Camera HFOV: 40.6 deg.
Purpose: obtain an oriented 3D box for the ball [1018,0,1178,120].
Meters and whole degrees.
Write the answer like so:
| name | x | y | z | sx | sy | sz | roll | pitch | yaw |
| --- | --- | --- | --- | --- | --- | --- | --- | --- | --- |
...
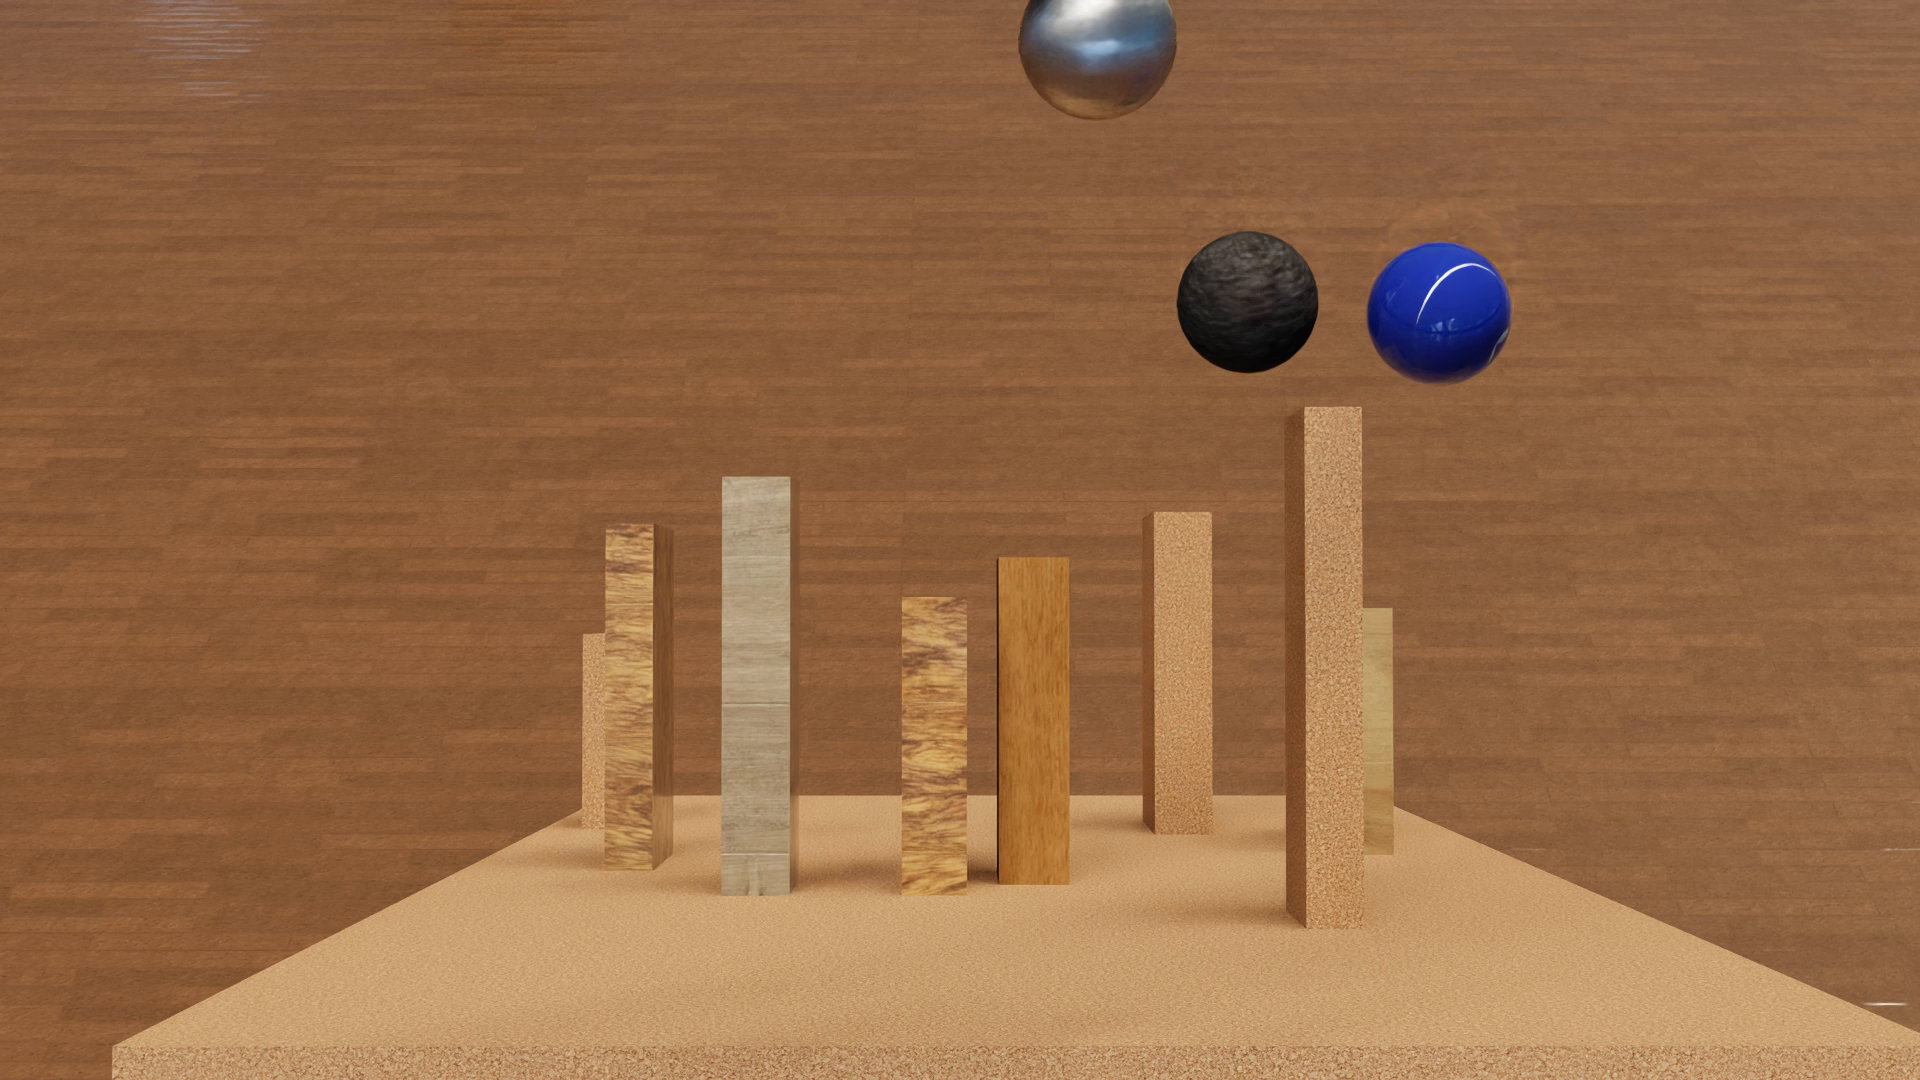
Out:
| name | x | y | z | sx | sy | sz | roll | pitch | yaw |
| --- | --- | --- | --- | --- | --- | --- | --- | --- | --- |
| ball | 0.133 | -0.483 | 2.513 | 0.153 | 0.153 | 0.153 | 0 | 35 | 0 |

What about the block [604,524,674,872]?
| name | x | y | z | sx | sy | sz | roll | pitch | yaw |
| --- | --- | --- | --- | --- | --- | --- | --- | --- | --- |
| block | -0.612 | 0.295 | 4.975 | 0.088 | 0.641 | 0.353 | 0 | -2 | 0 |

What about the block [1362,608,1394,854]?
| name | x | y | z | sx | sy | sz | roll | pitch | yaw |
| --- | --- | --- | --- | --- | --- | --- | --- | --- | --- |
| block | 0.798 | 0.384 | 5.344 | 0.112 | 0.486 | 0.445 | 0 | -2 | 0 |

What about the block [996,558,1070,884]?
| name | x | y | z | sx | sy | sz | roll | pitch | yaw |
| --- | --- | --- | --- | --- | --- | --- | --- | --- | --- |
| block | 0.130 | 0.320 | 4.674 | 0.124 | 0.573 | 0.254 | 0 | -2 | 0 |

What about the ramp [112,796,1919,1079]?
| name | x | y | z | sx | sy | sz | roll | pitch | yaw |
| --- | --- | --- | --- | --- | --- | --- | --- | --- | --- |
| ramp | 0.077 | 0.661 | 4.825 | 2.000 | 0.100 | 4.000 | 0 | -2 | 0 |

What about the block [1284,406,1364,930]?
| name | x | y | z | sx | sy | sz | roll | pitch | yaw |
| --- | --- | --- | --- | --- | --- | --- | --- | --- | --- |
| block | 0.563 | 0.195 | 4.027 | 0.086 | 0.785 | 0.244 | 0 | -2 | 0 |

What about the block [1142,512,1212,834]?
| name | x | y | z | sx | sy | sz | roll | pitch | yaw |
| --- | --- | --- | --- | --- | --- | --- | --- | --- | --- |
| block | 0.482 | 0.293 | 5.786 | 0.124 | 0.695 | 0.372 | 0 | -2 | 0 |

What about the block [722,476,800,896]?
| name | x | y | z | sx | sy | sz | roll | pitch | yaw |
| --- | --- | --- | --- | --- | --- | --- | --- | --- | --- |
| block | -0.344 | 0.249 | 4.497 | 0.115 | 0.705 | 0.251 | 0 | -2 | 0 |

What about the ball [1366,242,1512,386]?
| name | x | y | z | sx | sy | sz | roll | pitch | yaw |
| --- | --- | --- | --- | --- | --- | --- | --- | --- | --- |
| ball | 0.468 | -0.221 | 2.537 | 0.140 | 0.140 | 0.140 | 0 | 35 | 0 |

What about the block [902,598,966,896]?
| name | x | y | z | sx | sy | sz | roll | pitch | yaw |
| --- | --- | --- | --- | --- | --- | --- | --- | --- | --- |
| block | -0.043 | 0.353 | 4.589 | 0.110 | 0.502 | 0.430 | 0 | -2 | 0 |

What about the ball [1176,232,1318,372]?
| name | x | y | z | sx | sy | sz | roll | pitch | yaw |
| --- | --- | --- | --- | --- | --- | --- | --- | --- | --- |
| ball | 0.291 | -0.241 | 2.630 | 0.143 | 0.143 | 0.143 | 0 | 35 | 0 |

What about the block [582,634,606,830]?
| name | x | y | z | sx | sy | sz | roll | pitch | yaw |
| --- | --- | --- | --- | --- | --- | --- | --- | --- | --- |
| block | -0.783 | 0.429 | 5.899 | 0.104 | 0.431 | 0.312 | 0 | -2 | 0 |
